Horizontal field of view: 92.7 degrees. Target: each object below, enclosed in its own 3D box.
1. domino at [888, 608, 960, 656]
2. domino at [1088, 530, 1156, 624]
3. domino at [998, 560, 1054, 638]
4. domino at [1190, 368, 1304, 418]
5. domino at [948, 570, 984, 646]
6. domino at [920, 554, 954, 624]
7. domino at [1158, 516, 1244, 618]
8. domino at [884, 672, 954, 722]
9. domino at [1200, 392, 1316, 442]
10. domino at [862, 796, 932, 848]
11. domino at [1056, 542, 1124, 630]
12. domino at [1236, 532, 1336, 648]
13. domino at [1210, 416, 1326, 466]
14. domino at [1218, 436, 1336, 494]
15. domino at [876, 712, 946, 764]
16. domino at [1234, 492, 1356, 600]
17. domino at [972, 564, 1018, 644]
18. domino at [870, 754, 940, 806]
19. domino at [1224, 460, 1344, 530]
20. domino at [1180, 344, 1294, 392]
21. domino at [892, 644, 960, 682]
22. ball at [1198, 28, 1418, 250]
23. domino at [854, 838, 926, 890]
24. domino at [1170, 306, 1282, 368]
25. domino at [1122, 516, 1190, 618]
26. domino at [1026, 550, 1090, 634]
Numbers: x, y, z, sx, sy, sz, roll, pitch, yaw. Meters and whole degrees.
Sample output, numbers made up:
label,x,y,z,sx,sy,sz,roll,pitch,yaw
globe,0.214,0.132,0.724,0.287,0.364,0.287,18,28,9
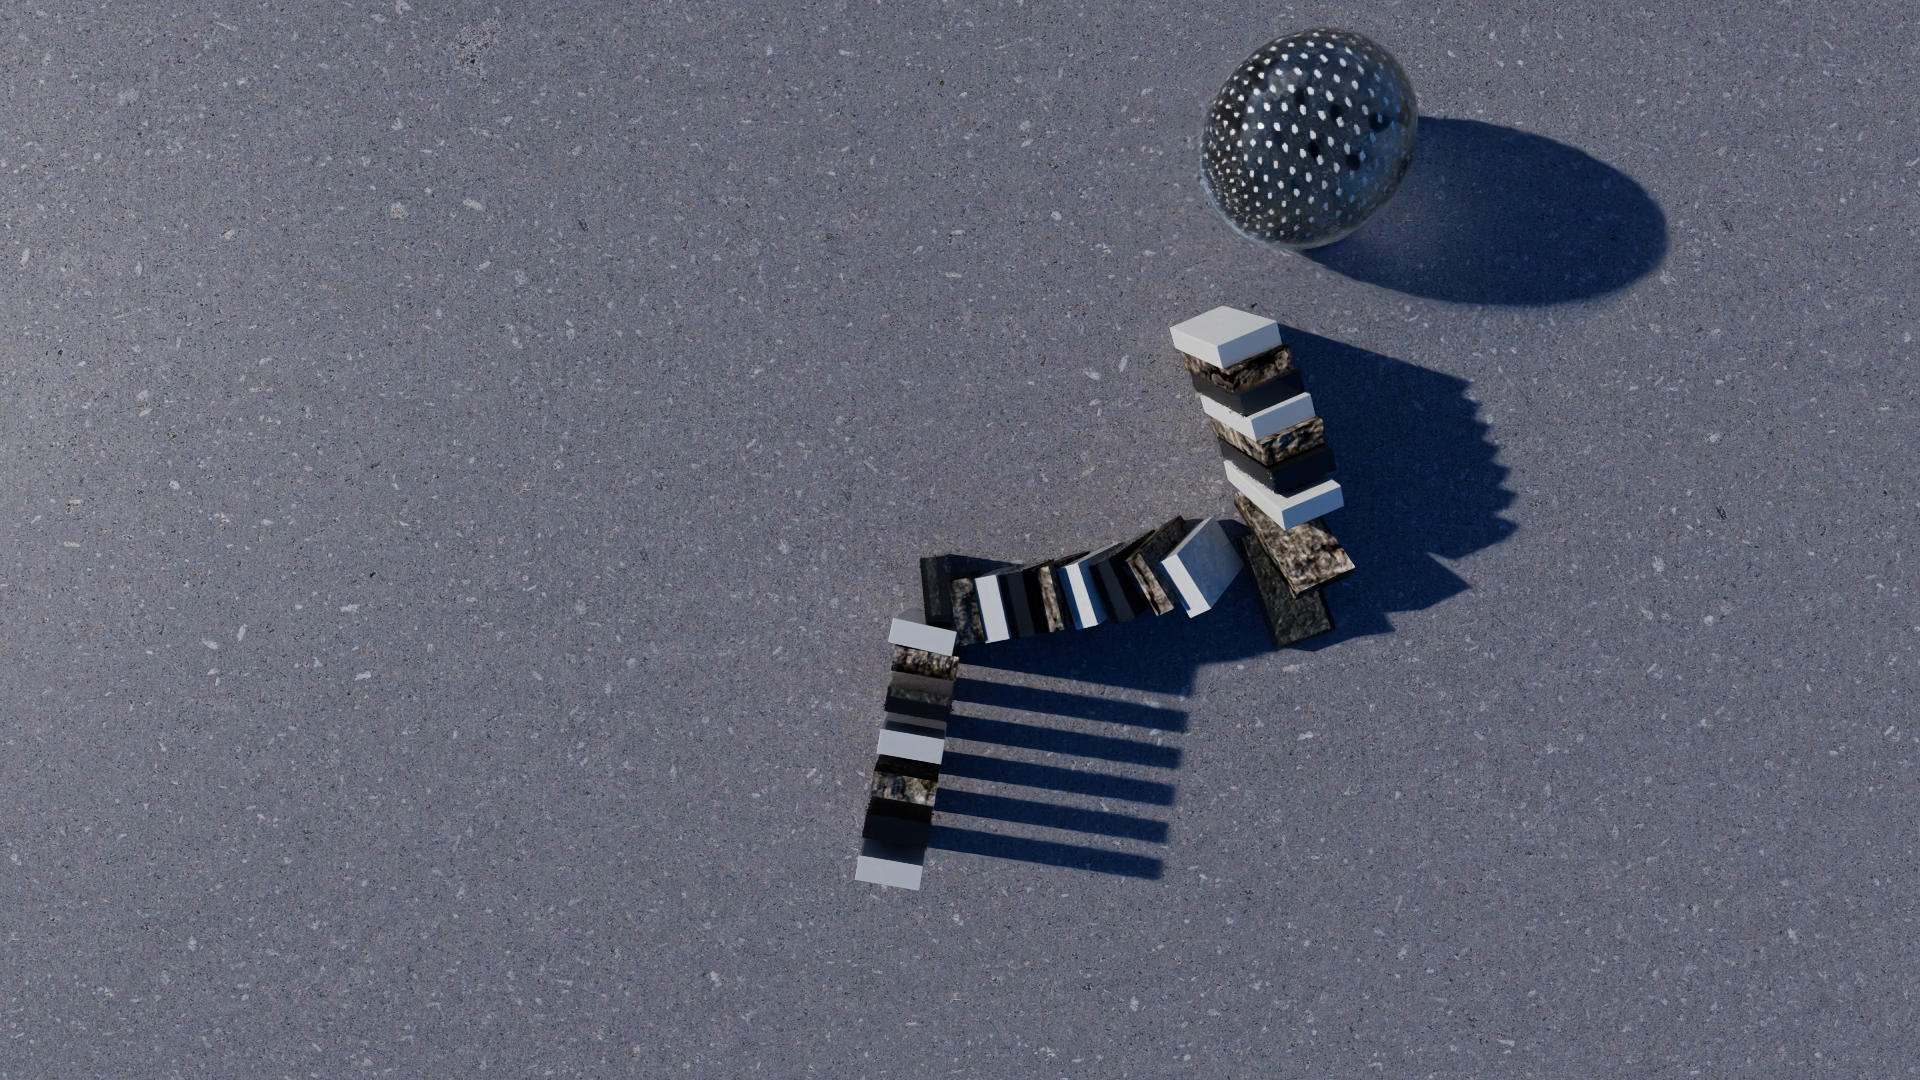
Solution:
label,x,y,z,sx,sy,sz,roll,pitch,yaw
domino,-0.013,0.037,0.374,0.025,0.050,0.009,12,91,3
domino,0.072,0.014,0.377,0.010,0.050,0.025,-25,90,36
domino,0.030,0.023,0.375,0.009,0.050,0.025,-12,90,21
domino,0.116,-0.065,0.375,0.025,0.050,0.010,-23,113,0
domino,0.004,0.027,0.375,0.010,0.050,0.025,-12,90,5
domino,-0.009,0.019,0.375,0.009,0.050,0.025,-6,90,2
domino,0.100,0.010,0.377,0.009,0.050,0.025,-32,90,37
domino,-0.016,0.063,0.375,0.025,0.050,0.009,10,90,0
domino,0.120,-0.056,0.375,0.025,0.050,0.010,-23,113,0
domino,-0.024,0.111,0.375,0.025,0.050,0.010,10,90,0
domino,0.058,0.018,0.376,0.010,0.050,0.025,-18,90,32
domino,0.140,0.019,0.395,0.025,0.010,0.050,-19,90,0
domino,0.125,-0.046,0.375,0.025,0.050,0.009,-23,113,0
domino,0.129,-0.036,0.375,0.025,0.050,0.009,-23,114,0
domino,-0.019,0.079,0.375,0.025,0.050,0.010,10,90,0
domino,0.139,-0.003,0.383,0.025,0.009,0.050,-23,64,-2
domino,0.017,0.025,0.375,0.009,0.050,0.025,-12,90,13
domino,-0.021,0.095,0.375,0.025,0.050,0.010,10,90,0
domino,0.132,-0.024,0.376,0.025,0.050,0.010,-23,120,0
domino,0.112,-0.074,0.375,0.025,0.050,0.009,-23,113,0
domino,-0.013,0.047,0.375,0.025,0.050,0.009,10,91,0
ball,0.135,-0.156,0.360,0.080,0.080,0.080,0,90,0
domino,-0.027,0.127,0.375,0.025,0.050,0.009,10,90,0
domino,0.108,-0.084,0.375,0.025,0.050,0.010,-23,113,0
domino,0.086,0.010,0.377,0.009,0.050,0.025,-32,90,37
domino,0.044,0.021,0.376,0.010,0.050,0.025,-14,90,27
